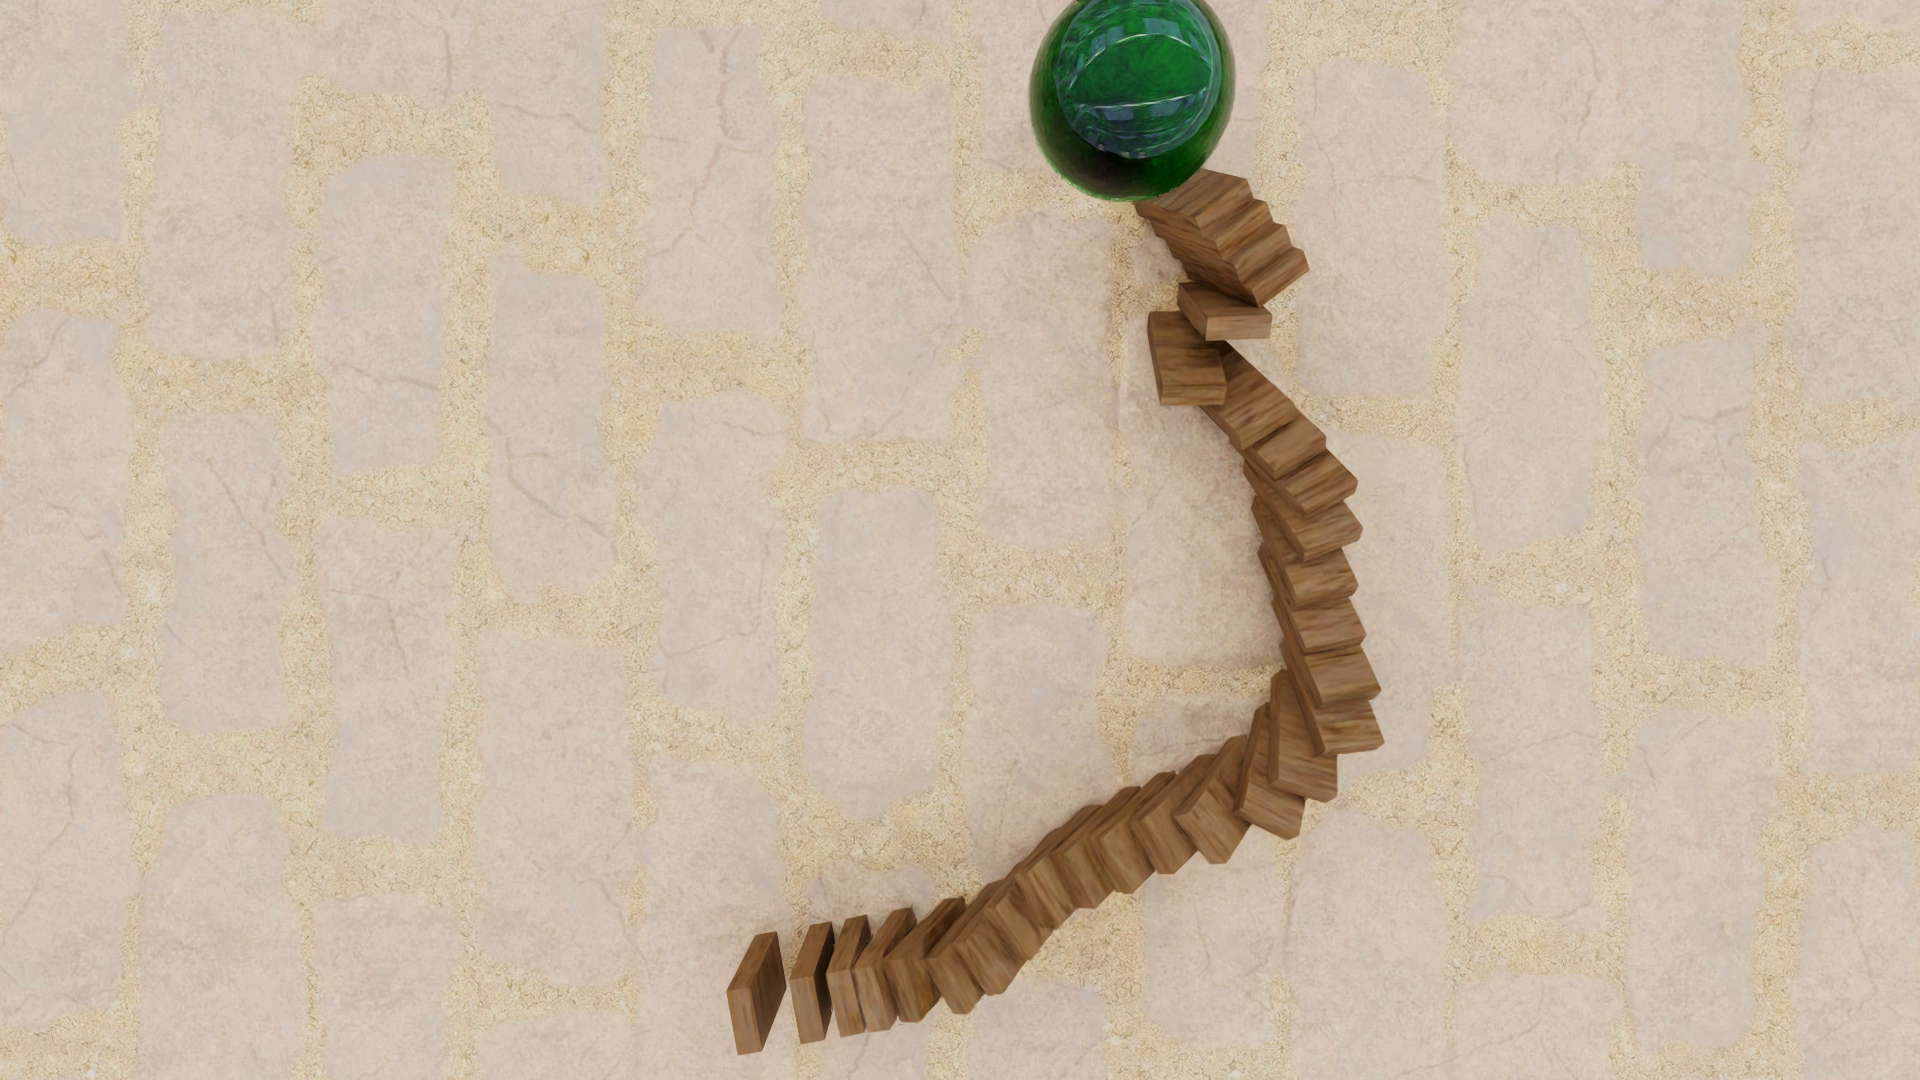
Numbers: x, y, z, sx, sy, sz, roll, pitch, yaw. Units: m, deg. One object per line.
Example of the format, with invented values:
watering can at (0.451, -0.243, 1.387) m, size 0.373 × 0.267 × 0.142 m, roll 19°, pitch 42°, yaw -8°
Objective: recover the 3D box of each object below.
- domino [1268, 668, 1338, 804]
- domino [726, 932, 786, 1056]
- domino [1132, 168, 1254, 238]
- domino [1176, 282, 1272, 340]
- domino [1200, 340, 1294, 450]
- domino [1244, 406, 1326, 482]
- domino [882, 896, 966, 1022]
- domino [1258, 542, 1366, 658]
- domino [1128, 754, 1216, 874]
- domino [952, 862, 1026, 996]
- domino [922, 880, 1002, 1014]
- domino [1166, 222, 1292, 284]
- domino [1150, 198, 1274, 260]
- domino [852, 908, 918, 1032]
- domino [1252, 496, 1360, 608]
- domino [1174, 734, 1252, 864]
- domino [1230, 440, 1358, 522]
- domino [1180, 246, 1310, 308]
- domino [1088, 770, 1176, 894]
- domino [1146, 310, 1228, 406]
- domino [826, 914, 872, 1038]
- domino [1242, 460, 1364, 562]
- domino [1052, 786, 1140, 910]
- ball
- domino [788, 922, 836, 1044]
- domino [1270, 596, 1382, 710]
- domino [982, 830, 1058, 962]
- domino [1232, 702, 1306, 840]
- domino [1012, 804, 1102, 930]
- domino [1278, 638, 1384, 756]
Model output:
domino at (0.143, 0.081, 0.382) m, size 0.025 × 0.010 × 0.050 m, roll 17°, pitch 56°, yaw -2°
domino at (-0.082, 0.184, 0.375) m, size 0.009 × 0.050 × 0.025 m, roll -10°, pitch 90°, yaw 0°
domino at (0.094, -0.140, 0.377) m, size 0.025 × 0.050 × 0.010 m, roll -37°, pitch 126°, yaw 0°
domino at (0.107, -0.095, 0.376) m, size 0.025 × 0.050 × 0.009 m, roll -2°, pitch 120°, yaw 0°
domino at (0.112, -0.062, 0.381) m, size 0.025 × 0.010 × 0.050 m, roll -32°, pitch 52°, yaw 0°
domino at (0.125, -0.050, 0.382) m, size 0.025 × 0.009 × 0.050 m, roll -33°, pitch 56°, yaw -1°
domino at (-0.011, 0.171, 0.376) m, size 0.010 × 0.050 × 0.025 m, roll -17°, pitch 90°, yaw 31°
domino at (0.146, 0.022, 0.383) m, size 0.025 × 0.009 × 0.050 m, roll -12°, pitch 60°, yaw -2°
domino at (0.095, 0.113, 0.382) m, size 0.050 × 0.010 × 0.025 m, roll -29°, pitch 90°, yaw -34°
domino at (0.021, 0.159, 0.378) m, size 0.009 × 0.050 × 0.025 m, roll -34°, pitch 90°, yaw 43°
domino at (0.008, 0.167, 0.378) m, size 0.009 × 0.050 × 0.025 m, roll -30°, pitch 90°, yaw 40°
domino at (0.109, -0.122, 0.377) m, size 0.025 × 0.050 × 0.010 m, roll -37°, pitch 126°, yaw 0°
domino at (0.102, -0.132, 0.377) m, size 0.025 × 0.050 × 0.010 m, roll -37°, pitch 126°, yaw 0°
domino at (-0.028, 0.174, 0.375) m, size 0.010 × 0.050 × 0.025 m, roll -15°, pitch 90°, yaw 15°
domino at (0.143, 0.002, 0.383) m, size 0.025 × 0.010 × 0.050 m, roll -12°, pitch 60°, yaw 0°
domino at (0.112, 0.107, 0.381) m, size 0.050 × 0.010 × 0.025 m, roll -39°, pitch 92°, yaw -36°
domino at (0.138, -0.033, 0.381) m, size 0.025 × 0.010 × 0.050 m, roll -28°, pitch 56°, yaw -5°
domino at (0.116, -0.113, 0.377) m, size 0.025 × 0.050 × 0.010 m, roll -37°, pitch 126°, yaw 0°
domino at (0.078, 0.121, 0.381) m, size 0.050 × 0.010 × 0.025 m, roll -28°, pitch 90°, yaw -37°
domino at (0.093, -0.076, 0.380) m, size 0.025 × 0.009 × 0.050 m, roll -1°, pitch 49°, yaw 3°
domino at (-0.043, 0.177, 0.375) m, size 0.009 × 0.050 × 0.025 m, roll -13°, pitch 90°, yaw 2°
domino at (0.142, -0.017, 0.382) m, size 0.025 × 0.010 × 0.050 m, roll -21°, pitch 56°, yaw -1°
domino at (0.063, 0.127, 0.381) m, size 0.050 × 0.010 × 0.025 m, roll -28°, pitch 90°, yaw -37°
ball at (0.067, -0.175, 0.360) m, size 0.080 × 0.080 × 0.080 m, roll 0°, pitch 90°, yaw 0°
domino at (-0.059, 0.180, 0.375) m, size 0.010 × 0.050 × 0.025 m, roll -10°, pitch 90°, yaw 0°
domino at (0.152, 0.044, 0.382) m, size 0.025 × 0.009 × 0.050 m, roll -9°, pitch 59°, yaw -6°
domino at (0.034, 0.146, 0.380) m, size 0.050 × 0.010 × 0.025 m, roll -34°, pitch 90°, yaw -41°
domino at (0.132, 0.096, 0.382) m, size 0.025 × 0.009 × 0.050 m, roll 27°, pitch 56°, yaw 0°
domino at (0.046, 0.135, 0.380) m, size 0.050 × 0.009 × 0.025 m, roll -28°, pitch 90°, yaw -40°
domino at (0.154, 0.063, 0.382) m, size 0.025 × 0.009 × 0.050 m, roll -5°, pitch 59°, yaw -6°
